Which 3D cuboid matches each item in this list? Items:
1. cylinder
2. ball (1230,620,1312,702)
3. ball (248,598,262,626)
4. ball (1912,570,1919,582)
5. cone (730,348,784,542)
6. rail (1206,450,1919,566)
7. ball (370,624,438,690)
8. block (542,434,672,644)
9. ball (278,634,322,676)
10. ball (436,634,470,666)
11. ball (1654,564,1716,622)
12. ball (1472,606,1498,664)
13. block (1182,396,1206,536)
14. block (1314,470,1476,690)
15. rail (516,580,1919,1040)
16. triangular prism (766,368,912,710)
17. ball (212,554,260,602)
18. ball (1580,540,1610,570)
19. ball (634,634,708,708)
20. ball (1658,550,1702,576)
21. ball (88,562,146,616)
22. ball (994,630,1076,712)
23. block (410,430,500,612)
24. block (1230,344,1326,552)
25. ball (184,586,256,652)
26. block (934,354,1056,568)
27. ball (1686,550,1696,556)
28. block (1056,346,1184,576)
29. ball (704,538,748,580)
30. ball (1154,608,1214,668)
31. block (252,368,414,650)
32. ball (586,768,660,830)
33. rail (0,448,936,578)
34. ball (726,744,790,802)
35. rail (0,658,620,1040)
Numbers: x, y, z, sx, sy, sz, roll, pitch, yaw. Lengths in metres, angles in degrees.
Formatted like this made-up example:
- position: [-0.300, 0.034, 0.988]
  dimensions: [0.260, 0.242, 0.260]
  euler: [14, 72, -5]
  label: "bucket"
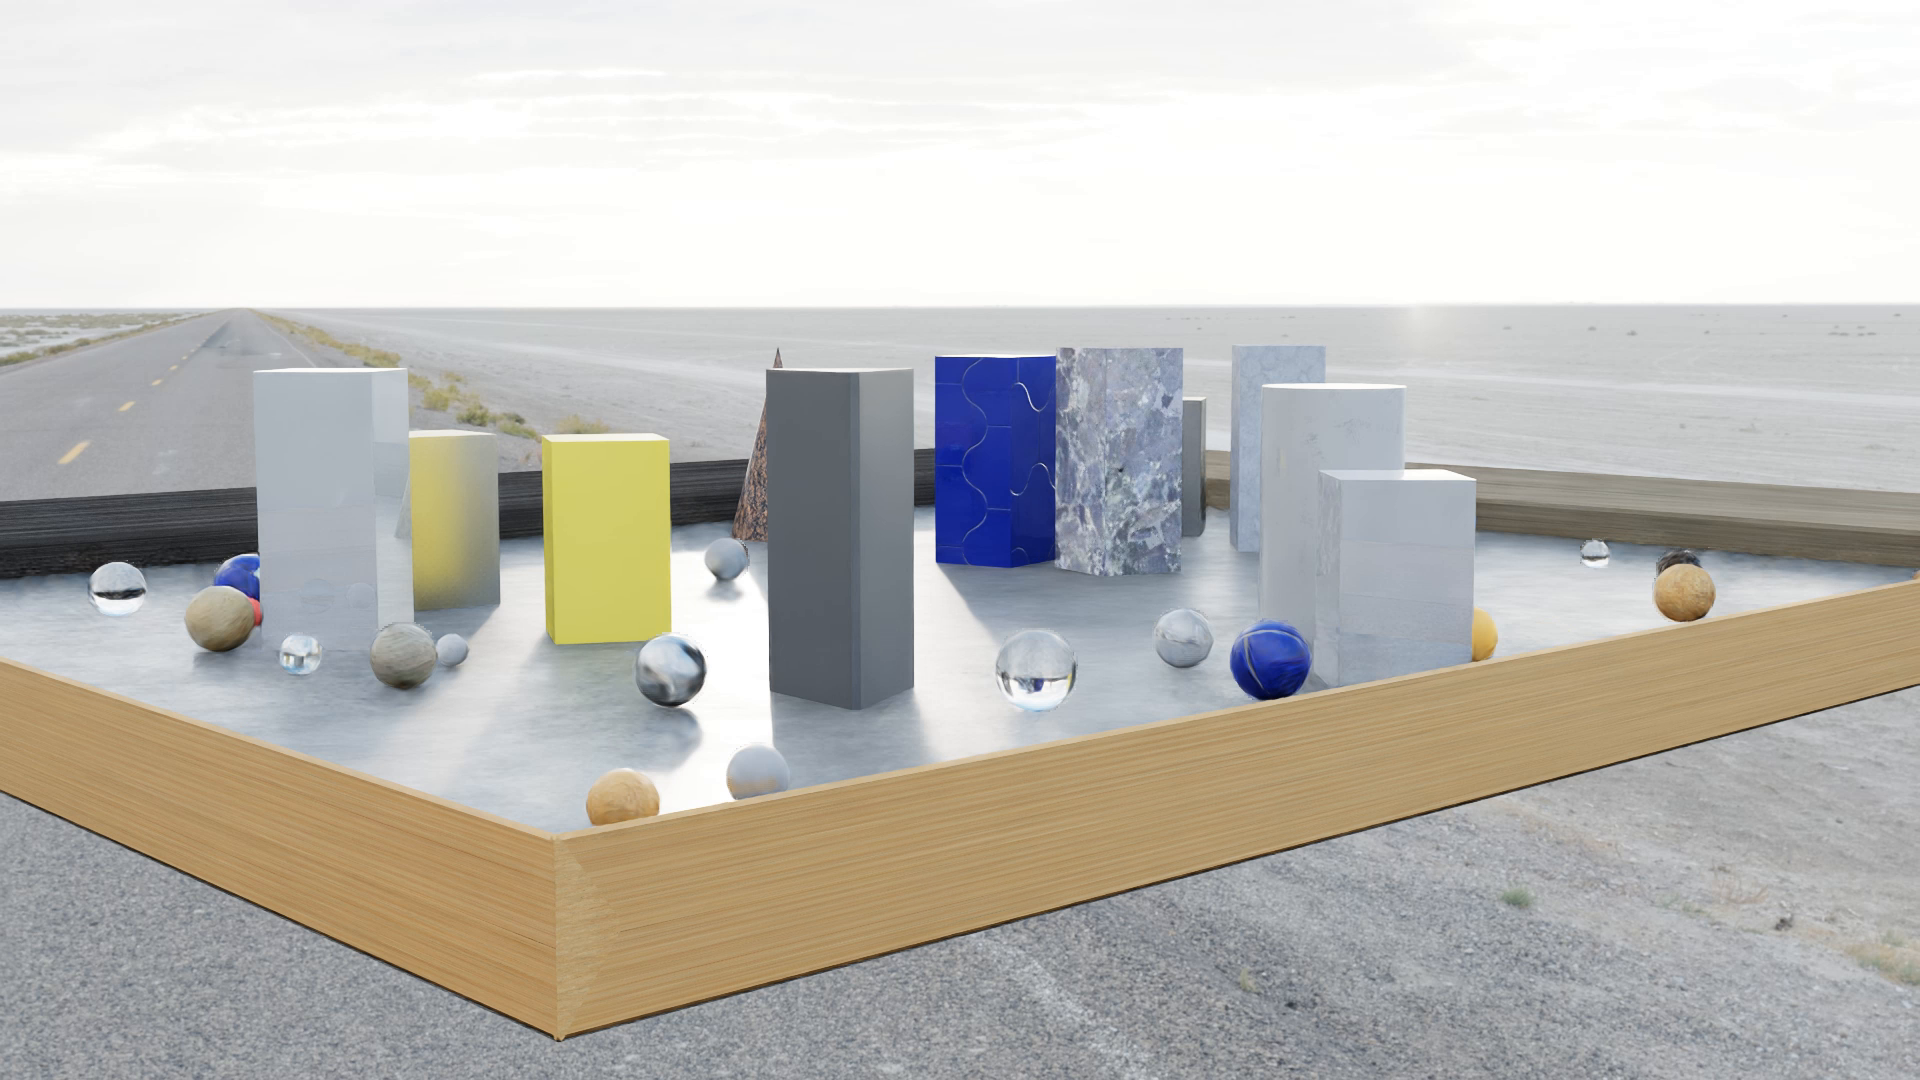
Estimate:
- position: [0.508, -0.040, 3.006]
  dimensions: [0.195, 0.341, 0.195]
  euler: [0, 6, 0]
  label: "cylinder"
- position: [0.354, 0.138, 2.506]
  dimensions: [0.092, 0.092, 0.092]
  euler: [0, 6, 0]
  label: "ball"
- position: [-0.996, 0.103, 3.087]
  dimensions: [0.041, 0.041, 0.041]
  euler: [0, 6, 0]
  label: "ball"
- position: [1.471, 0.069, 3.333]
  dimensions: [0.056, 0.056, 0.056]
  euler: [0, 6, 0]
  label: "ball"
- position: [-0.354, -0.193, 4.304]
  dimensions: [0.195, 0.374, 0.195]
  euler: [0, 6, 0]
  label: "cone"
- position: [1.116, -0.074, 4.356]
  dimensions: [0.045, 0.127, 2.621]
  euler: [-5, 8, -42]
  label: "rail"
- position: [-0.654, 0.137, 2.585]
  dimensions: [0.077, 0.077, 0.077]
  euler: [0, 6, 0]
  label: "ball"
- position: [-0.485, -0.005, 3.016]
  dimensions: [0.156, 0.271, 0.156]
  euler: [-2, 6, -15]
  label: "block"
- position: [-0.805, 0.140, 2.685]
  dimensions: [0.051, 0.051, 0.051]
  euler: [0, 6, 0]
  label: "ball"
- position: [-0.635, 0.138, 2.749]
  dimensions: [0.041, 0.041, 0.041]
  euler: [0, 6, 0]
  label: "ball"
- position: [1.032, 0.076, 3.134]
  dimensions: [0.085, 0.085, 0.085]
  euler: [0, 6, 0]
  label: "ball"
- position: [0.631, 0.120, 2.745]
  dimensions: [0.078, 0.078, 0.078]
  euler: [0, 6, 0]
  label: "ball"
- position: [0.408, -0.149, 4.396]
  dimensions: [0.156, 0.268, 0.156]
  euler: [1, 6, 10]
  label: "block"
- position: [0.516, 0.047, 2.624]
  dimensions: [0.156, 0.249, 0.156]
  euler: [0, 6, -1]
  label: "block"
- position: [0.873, 0.132, 2.391]
  dimensions: [3.085, 0.127, 0.045]
  euler: [-5, 8, -42]
  label: "rail"
- position: [-0.113, -0.009, 2.544]
  dimensions: [0.146, 0.376, 0.169]
  euler: [-5, 8, -40]
  label: "triangular prism"
- position: [-1.017, 0.068, 3.145]
  dimensions: [0.097, 0.097, 0.097]
  euler: [0, 6, 0]
  label: "ball"
- position: [1.093, 0.026, 3.782]
  dimensions: [0.049, 0.049, 0.049]
  euler: [0, 6, 0]
  label: "ball"
- position: [-0.325, 0.147, 2.470]
  dimensions: [0.082, 0.082, 0.082]
  euler: [0, 6, 0]
  label: "ball"
- position: [1.138, 0.049, 3.480]
  dimensions: [0.066, 0.066, 0.066]
  euler: [0, 6, 0]
  label: "ball"
- position: [-1.224, 0.072, 3.195]
  dimensions: [0.080, 0.080, 0.080]
  euler: [0, 6, 0]
  label: "ball"
- position: [0.084, 0.145, 2.442]
  dimensions: [0.092, 0.092, 0.092]
  euler: [0, 6, 0]
  label: "ball"
- position: [-0.806, -0.033, 3.337]
  dimensions: [0.156, 0.258, 0.156]
  euler: [-5, 8, -37]
  label: "block"
- position: [0.594, -0.176, 4.124]
  dimensions: [0.156, 0.379, 0.156]
  euler: [0, 6, 1]
  label: "block"
- position: [-0.965, 0.102, 2.868]
  dimensions: [0.087, 0.087, 0.087]
  euler: [0, 6, 0]
  label: "ball"
- position: [0.064, -0.143, 3.887]
  dimensions: [0.156, 0.363, 0.156]
  euler: [4, 7, 32]
  label: "block"
- position: [1.190, 0.042, 3.616]
  dimensions: [0.051, 0.051, 0.051]
  euler: [0, 6, 0]
  label: "ball"
- position: [0.271, -0.139, 3.767]
  dimensions: [0.156, 0.380, 0.156]
  euler: [-3, 7, -29]
  label: "block"
- position: [-0.386, 0.032, 3.620]
  dimensions: [0.071, 0.071, 0.071]
  euler: [0, 6, 0]
  label: "ball"
- position: [0.278, 0.123, 2.737]
  dimensions: [0.075, 0.075, 0.075]
  euler: [0, 6, 0]
  label: "ball"
- position: [-0.834, -0.045, 2.940]
  dimensions: [0.156, 0.364, 0.156]
  euler: [0, 6, 3]
  label: "block"
- position: [-0.282, 0.223, 1.845]
  dimensions: [0.061, 0.061, 0.061]
  euler: [0, 6, 0]
  label: "ball"
- position: [-0.873, -0.066, 4.273]
  dimensions: [3.085, 0.127, 0.045]
  euler: [-5, 8, -42]
  label: "rail"
- position: [-0.181, 0.212, 1.966]
  dimensions: [0.058, 0.058, 0.058]
  euler: [0, 6, 0]
  label: "ball"
- position: [-1.116, 0.140, 2.307]
  dimensions: [0.045, 0.127, 2.621]
  euler: [-5, 8, -42]
  label: "rail"
